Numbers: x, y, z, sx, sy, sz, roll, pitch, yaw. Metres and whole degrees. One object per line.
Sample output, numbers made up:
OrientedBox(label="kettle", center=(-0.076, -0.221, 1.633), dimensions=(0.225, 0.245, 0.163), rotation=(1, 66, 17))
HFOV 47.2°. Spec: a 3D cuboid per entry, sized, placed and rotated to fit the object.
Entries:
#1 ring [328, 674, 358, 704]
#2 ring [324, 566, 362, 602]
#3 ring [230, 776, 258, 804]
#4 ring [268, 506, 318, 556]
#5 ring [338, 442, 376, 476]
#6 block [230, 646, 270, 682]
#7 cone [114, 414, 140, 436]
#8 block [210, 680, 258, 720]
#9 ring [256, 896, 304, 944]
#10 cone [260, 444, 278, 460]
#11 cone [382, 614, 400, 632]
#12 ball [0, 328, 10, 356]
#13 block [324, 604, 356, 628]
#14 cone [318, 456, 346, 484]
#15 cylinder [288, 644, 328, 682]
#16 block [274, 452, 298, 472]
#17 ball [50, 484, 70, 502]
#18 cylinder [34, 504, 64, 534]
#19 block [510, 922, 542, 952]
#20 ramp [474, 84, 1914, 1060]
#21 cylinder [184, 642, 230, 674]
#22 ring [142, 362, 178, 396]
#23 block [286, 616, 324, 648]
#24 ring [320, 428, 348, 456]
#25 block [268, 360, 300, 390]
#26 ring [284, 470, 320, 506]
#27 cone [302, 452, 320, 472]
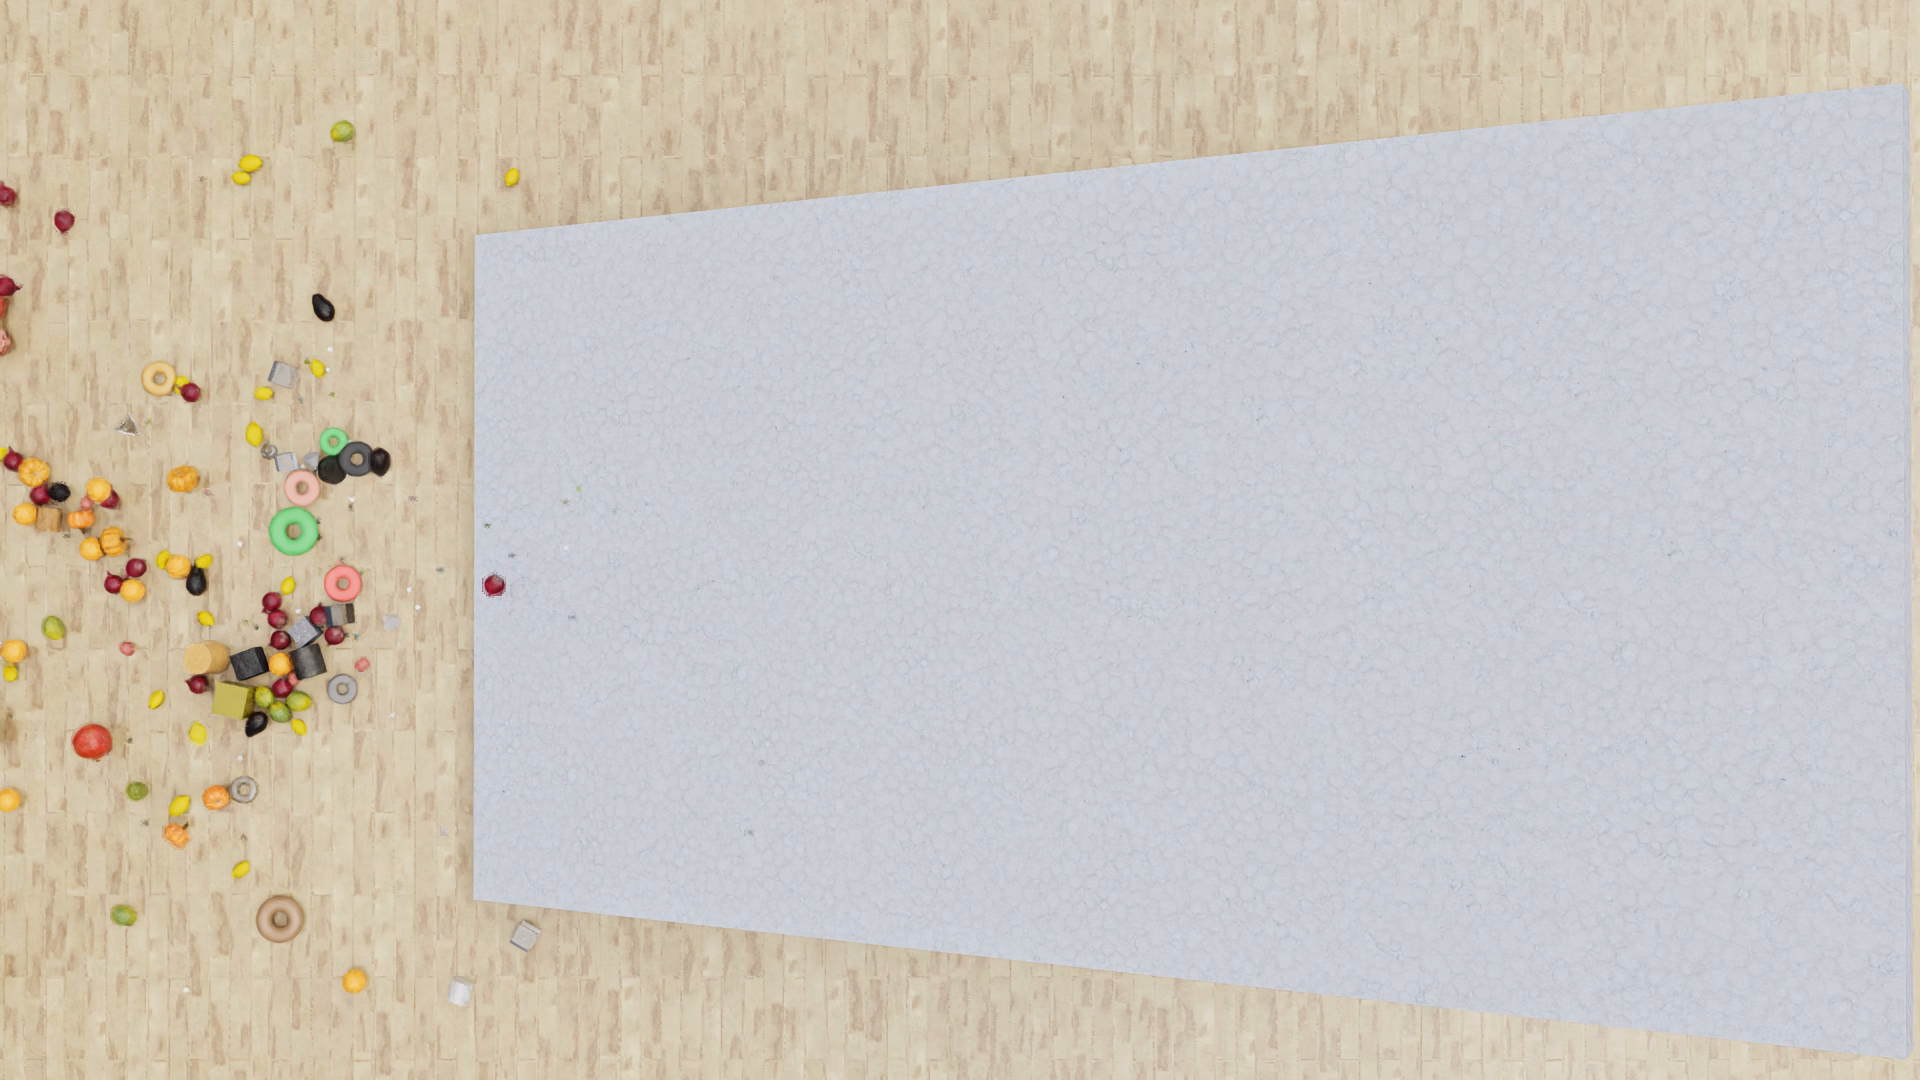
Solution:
OrientedBox(label="ring", center=(-1.878, 0.453, 6.685), dimensions=(0.093, 0.031, 0.093), rotation=(0, 89, 1))
OrientedBox(label="ring", center=(-1.876, 0.133, 6.684), dimensions=(0.114, 0.038, 0.114), rotation=(0, 89, -1))
OrientedBox(label="ring", center=(-2.176, 0.759, 6.683), dimensions=(0.087, 0.029, 0.087), rotation=(0, 90, -1))
OrientedBox(label="ring", center=(-2.025, -0.027, 6.680), dimensions=(0.149, 0.050, 0.149), rotation=(0, 90, -1))
OrientedBox(label="ring", center=(-1.833, -0.246, 6.685), dimensions=(0.108, 0.036, 0.108), rotation=(0, 91, -9))
OrientedBox(label="block", center=(-2.151, 0.374, 6.661), dimensions=(0.079, 0.079, 0.079), rotation=(-21, 90, 0))
OrientedBox(label="cone", center=(-2.519, -0.336, 6.691), dimensions=(0.072, 0.072, 0.072), rotation=(-46, 116, 0))
OrientedBox(label="block", center=(-2.193, 0.483, 6.652), dimensions=(0.096, 0.096, 0.096), rotation=(12, 89, 0))
OrientedBox(label="ring", center=(-2.063, 1.151, 6.670), dimensions=(0.144, 0.048, 0.144), rotation=(0, 89, -1))
OrientedBox(label="cone", center=(-2.106, -0.270, 6.681), dimensions=(0.052, 0.052, 0.052), rotation=(0, 89, 0))
OrientedBox(label="cone", center=(-1.743, 0.241, 6.690), dimensions=(0.054, 0.054, 0.054), rotation=(41, 90, 27))
OrientedBox(label="ball", center=(-2.929, -0.600, 6.660), dimensions=(0.098, 0.098, 0.098), rotation=(0, 89, 0))
OrientedBox(label="block", center=(-1.880, 0.227, 6.663), dimensions=(0.061, 0.061, 0.061), rotation=(-9, 89, 18))
OrientedBox(label="cone", center=(-1.914, -0.215, 6.660), dimensions=(0.092, 0.092, 0.092), rotation=(0, 89, 0))
OrientedBox(label="cylinder", center=(-1.973, 0.370, 6.655), dimensions=(0.091, 0.091, 0.091), rotation=(-18, 90, 0))
OrientedBox(label="block", center=(-2.047, -0.236, 6.680), dimensions=(0.052, 0.052, 0.052), rotation=(-11, 89, 0))
OrientedBox(label="ball", center=(-2.733, -0.144, 6.677), dimensions=(0.056, 0.056, 0.056), rotation=(0, 89, 0))
OrientedBox(label="cylinder", center=(-2.762, -0.062, 6.669), dimensions=(0.070, 0.070, 0.070), rotation=(14, 77, 0))
OrientedBox(label="block", center=(-1.317, 1.201, 6.661), dimensions=(0.064, 0.064, 0.064), rotation=(30, 90, 0))
OrientedBox(label="ramp", center=(0.262, 0.072, 5.604), dimensions=(4.000, 0.100, 2.000), rotation=(0, 89, 32))
OrientedBox(label="cylinder", center=(-2.276, 0.358, 6.643), dimensions=(0.095, 0.095, 0.095), rotation=(0, 88, 14))
OrientedBox(label="ring", center=(-2.436, -0.491, 6.691), dimensions=(0.108, 0.036, 0.108), rotation=(0, 88, -1))
OrientedBox(label="block", center=(-1.985, 0.278, 6.668), dimensions=(0.067, 0.067, 0.067), rotation=(-40, 90, 0))
OrientedBox(label="ring", center=(-1.906, -0.299, 6.692), dimensions=(0.087, 0.029, 0.087), rotation=(0, 91, 1))
OrientedBox(label="block", center=(-2.051, -0.501, 6.676), dimensions=(0.065, 0.065, 0.065), rotation=(20, 90, 0))
OrientedBox(label="ring", center=(-2.001, -0.158, 6.687), dimensions=(0.112, 0.037, 0.112), rotation=(0, 93, 2))
OrientedBox(label="cone", center=(-1.967, -0.232, 6.693), dimensions=(0.056, 0.056, 0.056), rotation=(-15, 116, 0))
